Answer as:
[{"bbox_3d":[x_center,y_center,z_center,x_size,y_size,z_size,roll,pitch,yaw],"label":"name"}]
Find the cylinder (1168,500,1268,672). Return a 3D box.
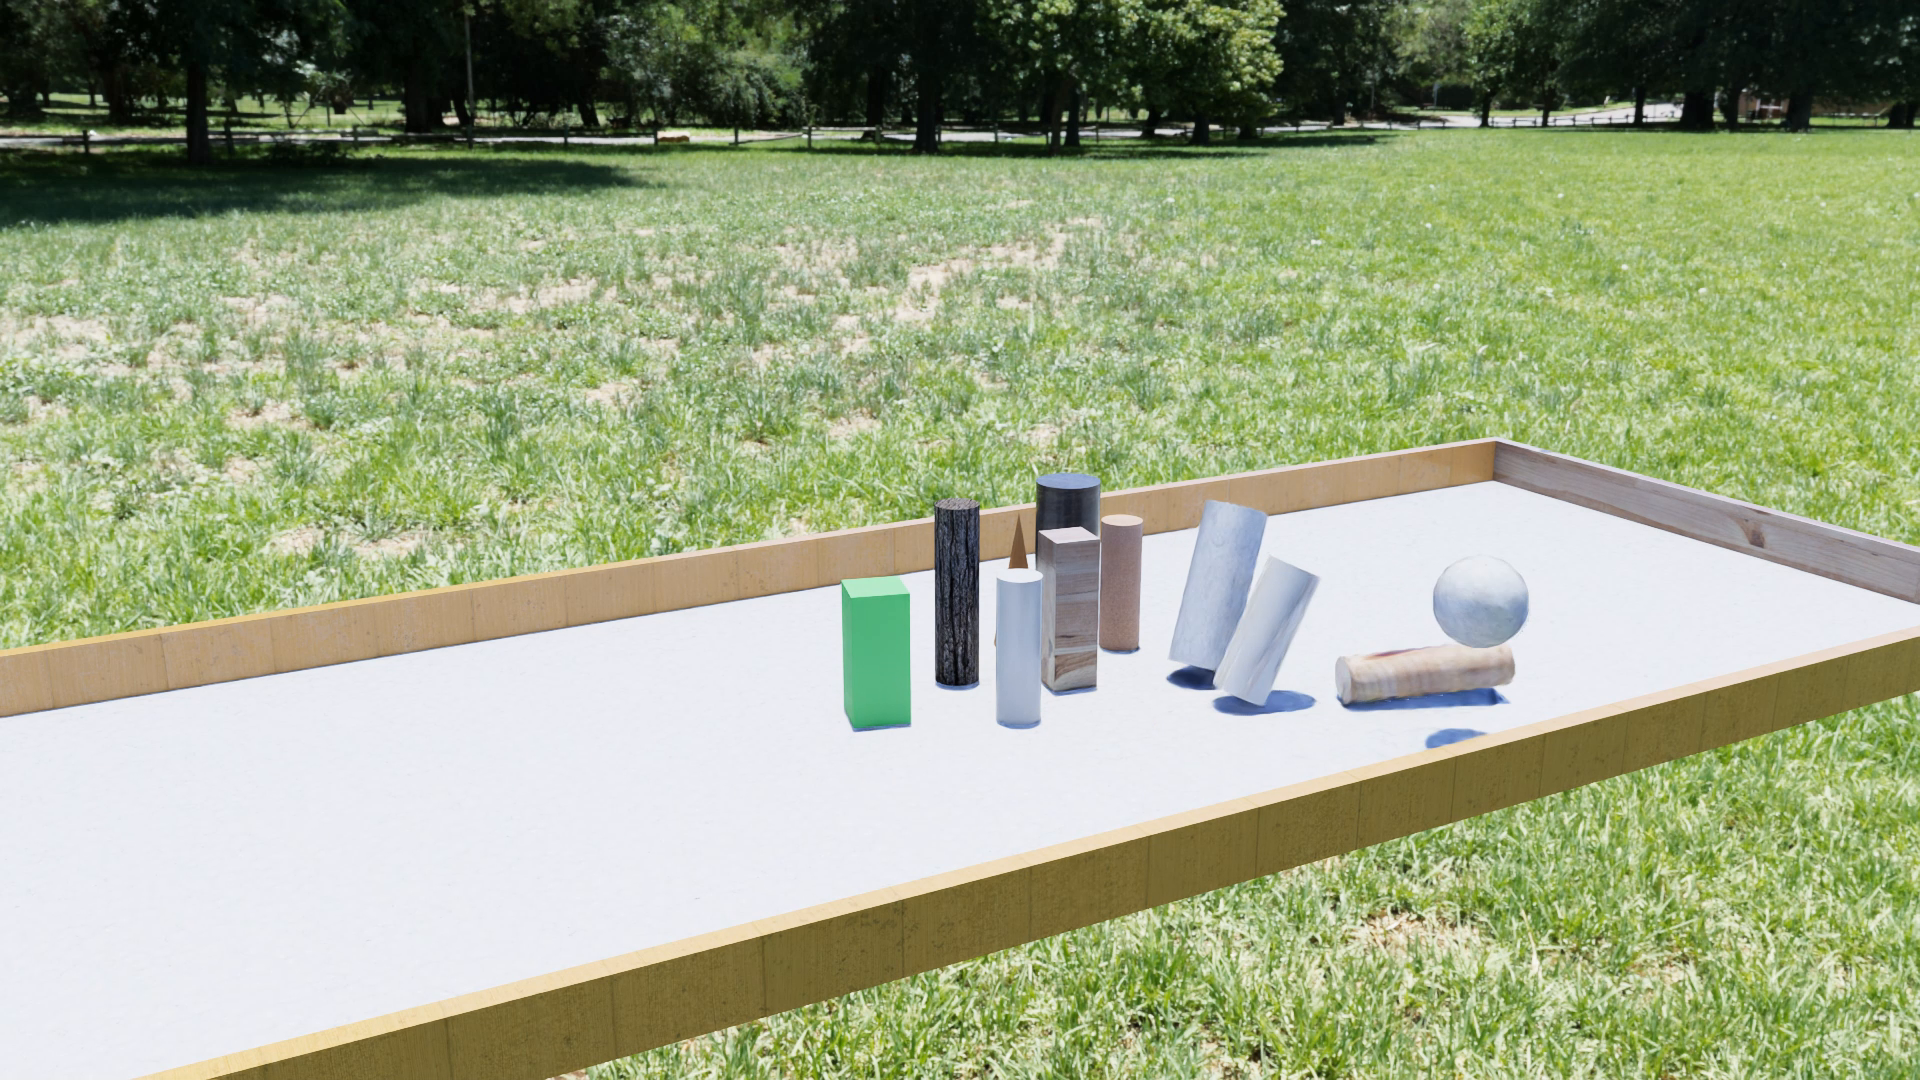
[{"bbox_3d":[0.650,0.120,4.161,0.160,0.413,0.160,14,-3,1],"label":"cylinder"}]

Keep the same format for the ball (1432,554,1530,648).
[{"bbox_3d":[1.163,0.138,3.686,0.209,0.209,0.209,0,16,0],"label":"ball"}]

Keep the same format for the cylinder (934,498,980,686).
[{"bbox_3d":[-0.007,0.130,4.104,0.112,0.456,0.112,0,16,0],"label":"cylinder"}]

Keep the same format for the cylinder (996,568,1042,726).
[{"bbox_3d":[0.139,0.251,3.877,0.108,0.352,0.108,0,16,0],"label":"cylinder"}]

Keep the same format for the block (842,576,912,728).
[{"bbox_3d":[-0.198,0.263,3.890,0.138,0.322,0.138,-4,17,-13],"label":"block"}]

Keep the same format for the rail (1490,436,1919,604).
[{"bbox_3d":[2.466,-0.048,5.253,0.050,0.150,2.100,-9,18,-27],"label":"rail"}]

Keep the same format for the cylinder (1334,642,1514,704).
[{"bbox_3d":[1.130,0.319,4.015,0.409,0.116,0.116,-6,17,-6],"label":"cylinder"}]

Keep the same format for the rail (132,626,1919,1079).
[{"bbox_3d":[-2.336,1.006,1.665,12.000,0.150,0.050,-9,18,-27],"label":"rail"}]

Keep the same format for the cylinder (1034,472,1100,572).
[{"bbox_3d":[0.298,0.024,4.582,0.178,0.389,0.178,0,16,0],"label":"cylinder"}]

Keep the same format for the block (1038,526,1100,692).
[{"bbox_3d":[0.267,0.172,4.090,0.115,0.384,0.115,-6,17,-19],"label":"block"}]

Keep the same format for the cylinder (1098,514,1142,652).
[{"bbox_3d":[0.424,0.113,4.358,0.108,0.345,0.108,0,16,0],"label":"cylinder"}]

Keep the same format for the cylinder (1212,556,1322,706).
[{"bbox_3d":[0.738,0.218,3.970,0.135,0.338,0.135,23,4,-2],"label":"cylinder"}]

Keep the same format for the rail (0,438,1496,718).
[{"bbox_3d":[-3.305,0.497,3.399,12.000,0.150,0.050,-9,18,-27],"label":"rail"}]

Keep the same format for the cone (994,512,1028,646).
[{"bbox_3d":[0.154,0.102,4.360,0.129,0.365,0.129,0,16,0],"label":"cone"}]
